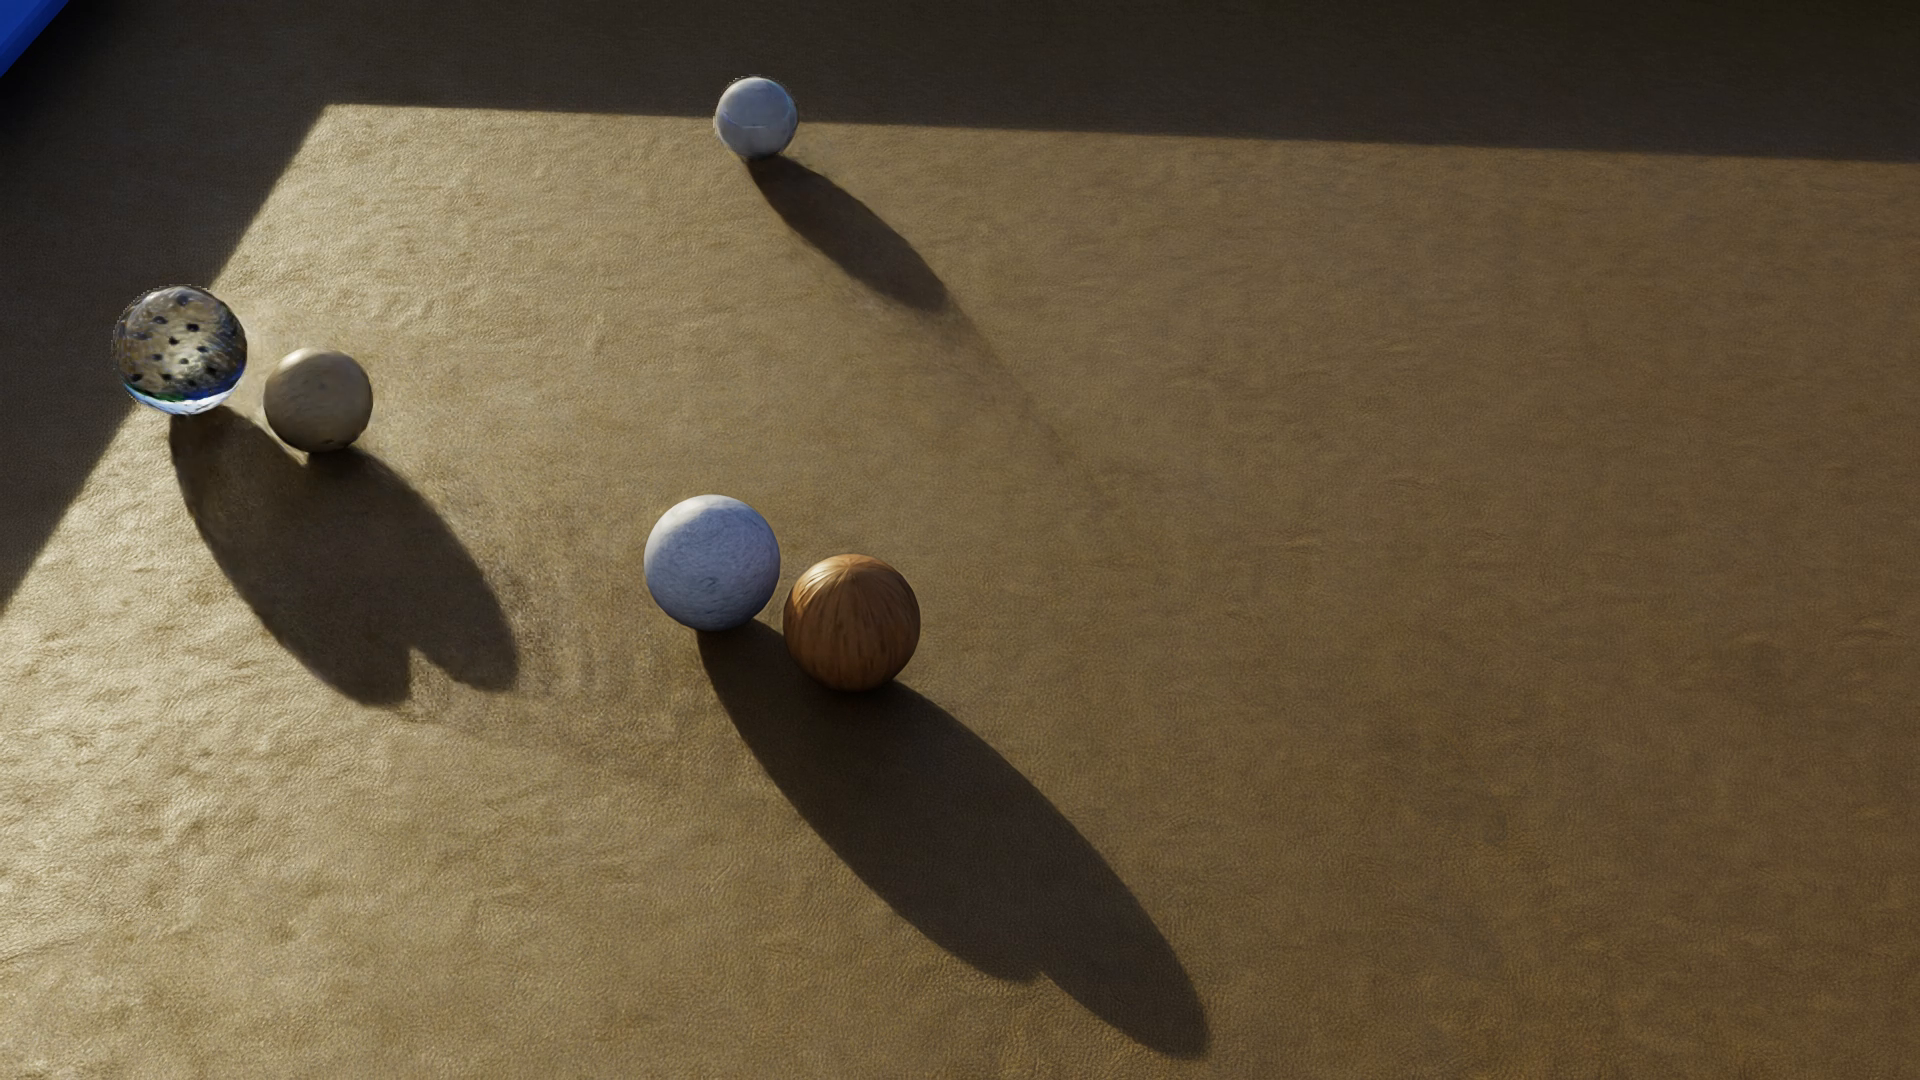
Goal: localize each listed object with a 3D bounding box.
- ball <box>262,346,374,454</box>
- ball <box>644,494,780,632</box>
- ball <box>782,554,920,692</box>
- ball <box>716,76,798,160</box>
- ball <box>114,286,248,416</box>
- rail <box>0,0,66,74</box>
[{"bbox_3d":[-0.462,-0.101,1.848,0.077,0.077,0.077,0,36,0],"label":"ball"},{"bbox_3d":[-0.162,0.015,1.675,0.089,0.089,0.089,0,36,0],"label":"ball"},{"bbox_3d":[-0.069,0.052,1.624,0.088,0.088,0.088,0,36,0],"label":"ball"},{"bbox_3d":[-0.176,-0.365,2.222,0.071,0.071,0.071,0,36,0],"label":"ball"},{"bbox_3d":[-0.572,-0.139,1.886,0.095,0.095,0.095,0,36,0],"label":"ball"},{"bbox_3d":[-0.924,-0.063,1.754,0.045,0.123,2.258,3,36,4],"label":"rail"}]
